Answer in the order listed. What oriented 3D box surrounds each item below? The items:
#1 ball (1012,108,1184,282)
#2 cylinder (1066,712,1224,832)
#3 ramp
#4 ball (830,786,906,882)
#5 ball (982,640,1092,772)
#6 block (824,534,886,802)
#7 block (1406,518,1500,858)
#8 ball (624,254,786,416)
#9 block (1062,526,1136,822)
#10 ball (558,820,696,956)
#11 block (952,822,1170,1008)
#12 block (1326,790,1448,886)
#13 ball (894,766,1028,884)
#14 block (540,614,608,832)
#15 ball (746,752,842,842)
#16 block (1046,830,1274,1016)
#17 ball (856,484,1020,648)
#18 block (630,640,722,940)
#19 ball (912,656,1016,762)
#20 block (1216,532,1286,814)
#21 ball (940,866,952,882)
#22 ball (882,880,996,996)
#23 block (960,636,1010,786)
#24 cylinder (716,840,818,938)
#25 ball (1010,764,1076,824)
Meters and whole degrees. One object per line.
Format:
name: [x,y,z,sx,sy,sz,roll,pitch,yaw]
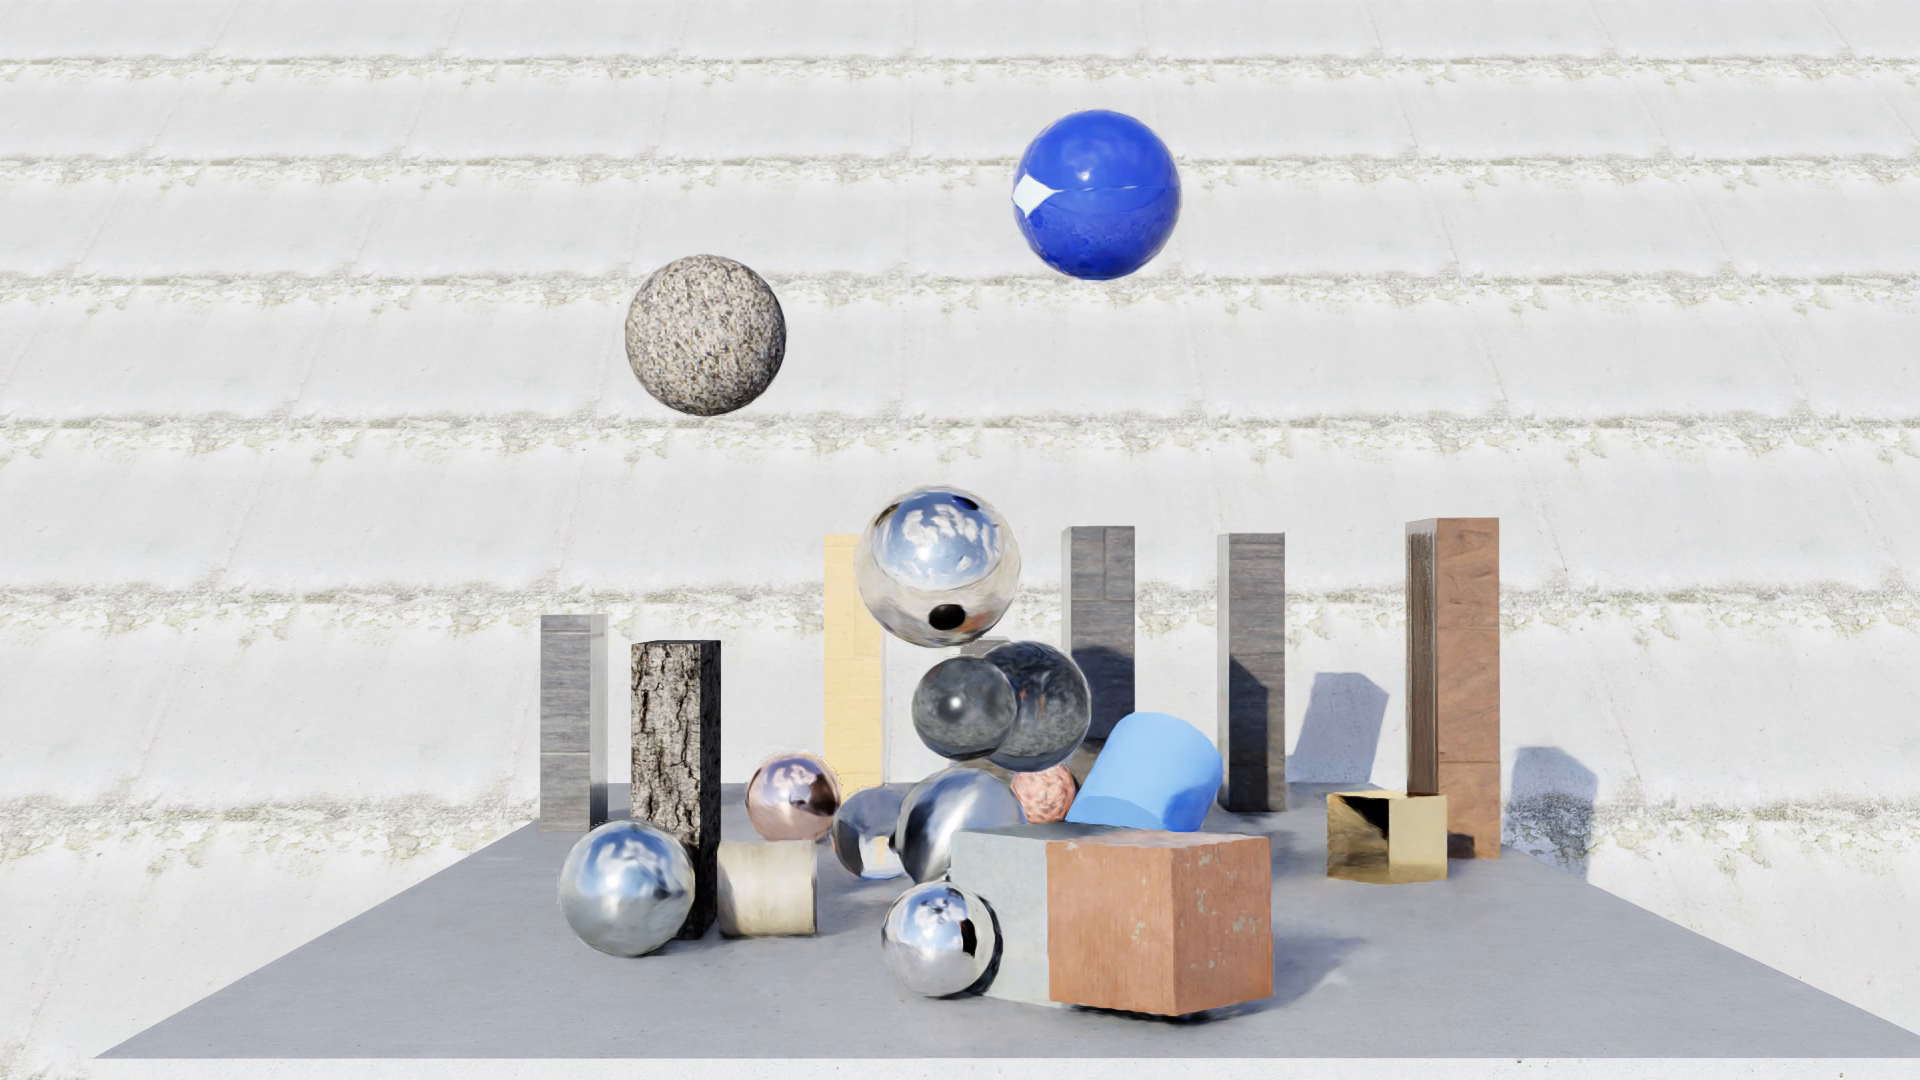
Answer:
ball: [0.161,-0.404,3.040,0.201,0.201,0.201,0,33,0]
cylinder: [0.315,0.438,4.406,0.208,0.208,0.208,14,45,20]
ramp: [0.074,0.643,4.762,2.000,0.100,4.000,0,-1,0]
ball: [-0.141,0.506,4.463,0.162,0.162,0.162,0,33,0]
ball: [0.083,0.211,3.287,0.168,0.168,0.168,0,33,0]
block: [-0.237,0.304,5.940,0.124,0.624,0.443,0,-1,0]
block: [0.950,0.279,5.014,0.116,0.636,0.350,0,-1,0]
ball: [-0.301,-0.242,3.072,0.191,0.191,0.191,0,33,0]
block: [0.260,0.287,4.935,0.117,0.618,0.433,0,-1,0]
ball: [-0.454,0.475,3.543,0.186,0.186,0.186,0,33,0]
block: [0.130,0.462,3.235,0.199,0.199,0.199,1,-2,-42]
block: [0.740,0.514,4.498,0.146,0.146,0.146,1,-1,-38]
ball: [0.002,0.448,3.951,0.204,0.204,0.204,0,33,0]
block: [-0.820,0.383,5.523,0.104,0.450,0.277,0,-1,0]
ball: [-0.323,0.505,5.047,0.187,0.187,0.187,0,33,0]
block: [0.232,0.441,3.019,0.185,0.185,0.185,-3,-2,43]
ball: [-0.025,0.029,2.917,0.186,0.186,0.186,0,33,0]
block: [-0.421,0.363,3.865,0.099,0.423,0.329,0,-1,0]
ball: [0.004,0.184,2.820,0.115,0.115,0.115,0,33,0]
block: [0.669,0.301,5.979,0.125,0.631,0.287,0,-1,0]
ball: [0.023,0.508,3.622,0.124,0.124,0.124,0,33,0]
ball: [-0.026,0.485,3.156,0.139,0.139,0.139,0,33,0]
block: [0.045,0.391,4.916,0.091,0.410,0.445,0,-1,0]
cylinder: [-0.276,0.501,3.729,0.135,0.135,0.135,-2,33,0]
ball: [0.151,0.457,4.683,0.121,0.121,0.121,0,33,0]
